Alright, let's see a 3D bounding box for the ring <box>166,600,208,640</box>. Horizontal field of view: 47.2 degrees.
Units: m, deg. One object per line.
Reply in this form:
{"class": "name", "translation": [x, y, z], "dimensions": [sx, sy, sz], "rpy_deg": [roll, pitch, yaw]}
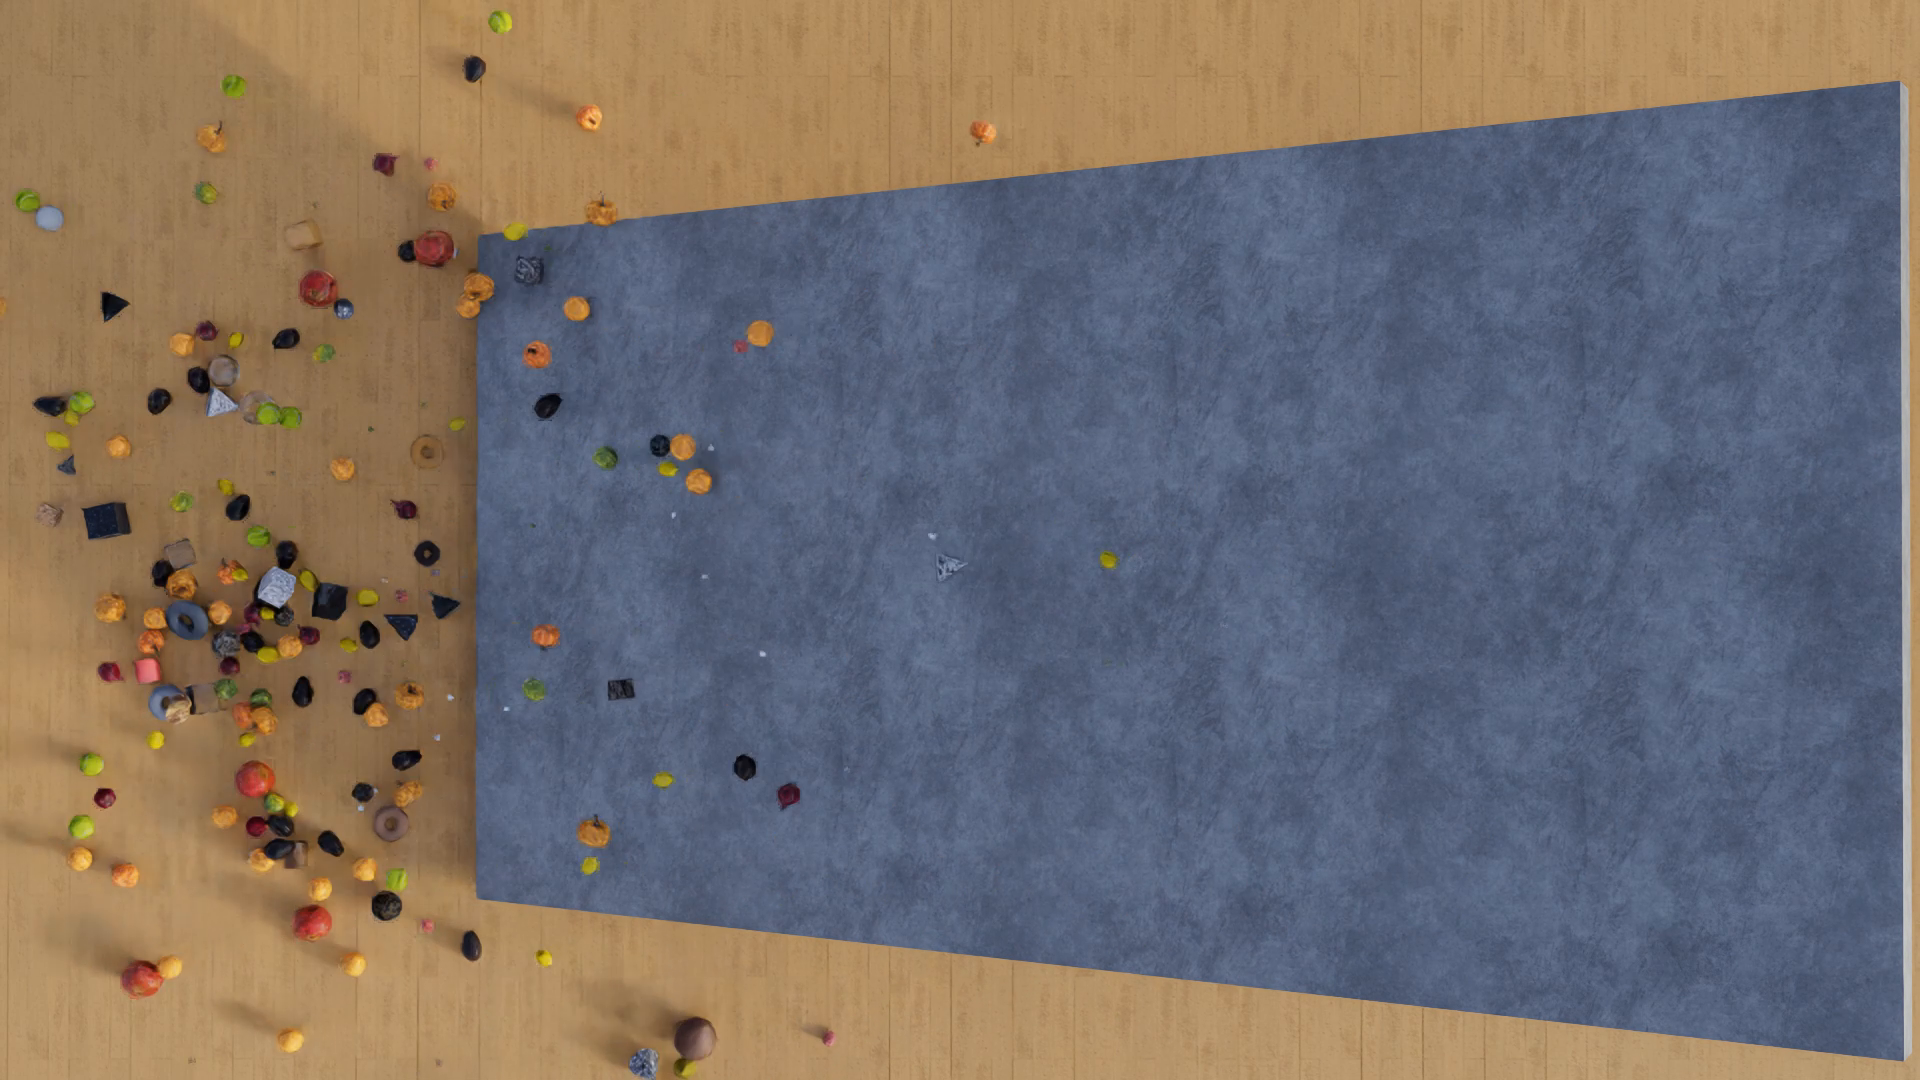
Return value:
{"class": "ring", "translation": [-2.335, 0.243, 6.644], "dimensions": [0.137, 0.046, 0.137], "rpy_deg": [7, 121, 13]}

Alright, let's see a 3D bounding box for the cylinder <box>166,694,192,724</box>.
{"class": "cylinder", "translation": [-2.337, 0.505, 6.576], "dimensions": [0.063, 0.063, 0.063], "rpy_deg": [-3, 127, -4]}

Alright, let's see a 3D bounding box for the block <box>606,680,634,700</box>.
{"class": "block", "translation": [-0.969, 0.427, 6.285], "dimensions": [0.053, 0.053, 0.053], "rpy_deg": [-10, 84, 32]}

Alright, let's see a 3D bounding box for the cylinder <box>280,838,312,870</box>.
{"class": "cylinder", "translation": [-2.015, 0.953, 6.668], "dimensions": [0.073, 0.073, 0.073], "rpy_deg": [-15, 107, 0]}

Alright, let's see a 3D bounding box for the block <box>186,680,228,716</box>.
{"class": "block", "translation": [-2.281, 0.478, 6.664], "dimensions": [0.089, 0.089, 0.089], "rpy_deg": [-8, 90, 0]}

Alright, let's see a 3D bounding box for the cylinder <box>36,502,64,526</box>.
{"class": "cylinder", "translation": [-2.767, -0.078, 6.686], "dimensions": [0.055, 0.055, 0.055], "rpy_deg": [27, 90, -12]}

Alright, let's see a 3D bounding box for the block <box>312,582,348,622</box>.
{"class": "block", "translation": [-1.879, 0.183, 6.556], "dimensions": [0.077, 0.077, 0.077], "rpy_deg": [15, 52, -29]}

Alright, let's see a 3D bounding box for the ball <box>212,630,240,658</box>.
{"class": "ball", "translation": [-2.226, 0.316, 6.668], "dimensions": [0.084, 0.084, 0.084], "rpy_deg": [0, 89, 0]}

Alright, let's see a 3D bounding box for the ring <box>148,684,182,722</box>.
{"class": "ring", "translation": [-2.412, 0.495, 6.690], "dimensions": [0.114, 0.038, 0.114], "rpy_deg": [0, 89, 1]}

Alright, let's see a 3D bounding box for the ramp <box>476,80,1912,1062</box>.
{"class": "ramp", "translation": [0.259, 0.071, 5.598], "dimensions": [4.000, 0.100, 2.000], "rpy_deg": [0, 89, 32]}

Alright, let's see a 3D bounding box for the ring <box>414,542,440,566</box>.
{"class": "ring", "translation": [-1.624, 0.041, 6.700], "dimensions": [0.076, 0.025, 0.076], "rpy_deg": [0, 90, -1]}

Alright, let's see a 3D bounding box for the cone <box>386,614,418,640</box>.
{"class": "cone", "translation": [-1.698, 0.246, 6.634], "dimensions": [0.089, 0.089, 0.089], "rpy_deg": [28, 89, -28]}

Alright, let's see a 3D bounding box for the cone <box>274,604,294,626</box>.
{"class": "cone", "translation": [-2.064, 0.230, 6.678], "dimensions": [0.065, 0.065, 0.065], "rpy_deg": [0, 89, 0]}

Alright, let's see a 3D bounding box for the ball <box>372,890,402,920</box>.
{"class": "ball", "translation": [-1.735, 1.107, 6.652], "dimensions": [0.090, 0.090, 0.090], "rpy_deg": [0, 89, 0]}

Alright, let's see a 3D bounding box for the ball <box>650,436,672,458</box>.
{"class": "ball", "translation": [-0.846, -0.265, 6.206], "dimensions": [0.062, 0.062, 0.062], "rpy_deg": [0, 89, 0]}

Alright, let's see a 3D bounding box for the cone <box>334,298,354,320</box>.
{"class": "cone", "translation": [-1.883, -0.705, 6.687], "dimensions": [0.064, 0.064, 0.064], "rpy_deg": [0, 89, 0]}

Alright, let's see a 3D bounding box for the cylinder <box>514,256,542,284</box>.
{"class": "cylinder", "translation": [-1.269, -0.793, 6.466], "dimensions": [0.074, 0.074, 0.074], "rpy_deg": [8, 92, 0]}

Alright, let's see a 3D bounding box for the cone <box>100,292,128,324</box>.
{"class": "cone", "translation": [-2.577, -0.693, 6.663], "dimensions": [0.085, 0.085, 0.085], "rpy_deg": [18, 76, 0]}

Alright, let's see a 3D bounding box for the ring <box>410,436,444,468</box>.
{"class": "ring", "translation": [-1.623, -0.268, 6.698], "dimensions": [0.103, 0.034, 0.103], "rpy_deg": [0, 90, -1]}

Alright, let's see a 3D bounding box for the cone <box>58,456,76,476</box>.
{"class": "cone", "translation": [-2.713, -0.236, 6.702], "dimensions": [0.055, 0.055, 0.055], "rpy_deg": [14, 63, 0]}

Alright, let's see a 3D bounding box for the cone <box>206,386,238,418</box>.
{"class": "cone", "translation": [-2.234, -0.413, 6.694], "dimensions": [0.098, 0.098, 0.098], "rpy_deg": [10, 89, -27]}

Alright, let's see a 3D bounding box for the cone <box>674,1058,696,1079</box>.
{"class": "cone", "translation": [-0.840, 1.610, 6.665], "dimensions": [0.068, 0.068, 0.068], "rpy_deg": [0, 89, 0]}

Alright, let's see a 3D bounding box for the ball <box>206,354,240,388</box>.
{"class": "ball", "translation": [-2.233, -0.512, 6.668], "dimensions": [0.098, 0.098, 0.098], "rpy_deg": [0, 89, 0]}

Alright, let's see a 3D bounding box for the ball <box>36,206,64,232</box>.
{"class": "ball", "translation": [-2.766, -0.976, 6.681], "dimensions": [0.080, 0.080, 0.080], "rpy_deg": [0, 89, 0]}

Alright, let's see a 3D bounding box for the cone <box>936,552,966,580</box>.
{"class": "cone", "translation": [-0.017, 0.064, 5.694], "dimensions": [0.077, 0.077, 0.077], "rpy_deg": [-5, 89, 6]}

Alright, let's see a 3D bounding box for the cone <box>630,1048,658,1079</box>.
{"class": "cone", "translation": [-0.936, 1.601, 6.631], "dimensions": [0.097, 0.097, 0.097], "rpy_deg": [-14, 120, -25]}

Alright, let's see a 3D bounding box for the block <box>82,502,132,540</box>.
{"class": "block", "translation": [-2.586, -0.057, 6.667], "dimensions": [0.093, 0.093, 0.093], "rpy_deg": [-12, 90, 0]}

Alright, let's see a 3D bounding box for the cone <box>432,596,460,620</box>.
{"class": "cone", "translation": [-1.547, 0.197, 6.668], "dimensions": [0.076, 0.076, 0.076], "rpy_deg": [-12, 90, 8]}

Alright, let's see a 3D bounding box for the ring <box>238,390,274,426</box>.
{"class": "ring", "translation": [-2.144, -0.404, 6.699], "dimensions": [0.109, 0.036, 0.109], "rpy_deg": [0, 88, 1]}

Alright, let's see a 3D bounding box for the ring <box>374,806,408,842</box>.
{"class": "ring", "translation": [-1.729, 0.862, 6.685], "dimensions": [0.111, 0.037, 0.111], "rpy_deg": [0, 90, 6]}

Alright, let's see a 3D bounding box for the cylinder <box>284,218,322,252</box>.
{"class": "cylinder", "translation": [-1.995, -0.926, 6.677], "dimensions": [0.078, 0.078, 0.078], "rpy_deg": [-18, 90, 7]}

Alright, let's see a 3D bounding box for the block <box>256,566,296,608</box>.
{"class": "block", "translation": [-2.063, 0.142, 6.638], "dimensions": [0.076, 0.076, 0.076], "rpy_deg": [32, 127, -30]}
